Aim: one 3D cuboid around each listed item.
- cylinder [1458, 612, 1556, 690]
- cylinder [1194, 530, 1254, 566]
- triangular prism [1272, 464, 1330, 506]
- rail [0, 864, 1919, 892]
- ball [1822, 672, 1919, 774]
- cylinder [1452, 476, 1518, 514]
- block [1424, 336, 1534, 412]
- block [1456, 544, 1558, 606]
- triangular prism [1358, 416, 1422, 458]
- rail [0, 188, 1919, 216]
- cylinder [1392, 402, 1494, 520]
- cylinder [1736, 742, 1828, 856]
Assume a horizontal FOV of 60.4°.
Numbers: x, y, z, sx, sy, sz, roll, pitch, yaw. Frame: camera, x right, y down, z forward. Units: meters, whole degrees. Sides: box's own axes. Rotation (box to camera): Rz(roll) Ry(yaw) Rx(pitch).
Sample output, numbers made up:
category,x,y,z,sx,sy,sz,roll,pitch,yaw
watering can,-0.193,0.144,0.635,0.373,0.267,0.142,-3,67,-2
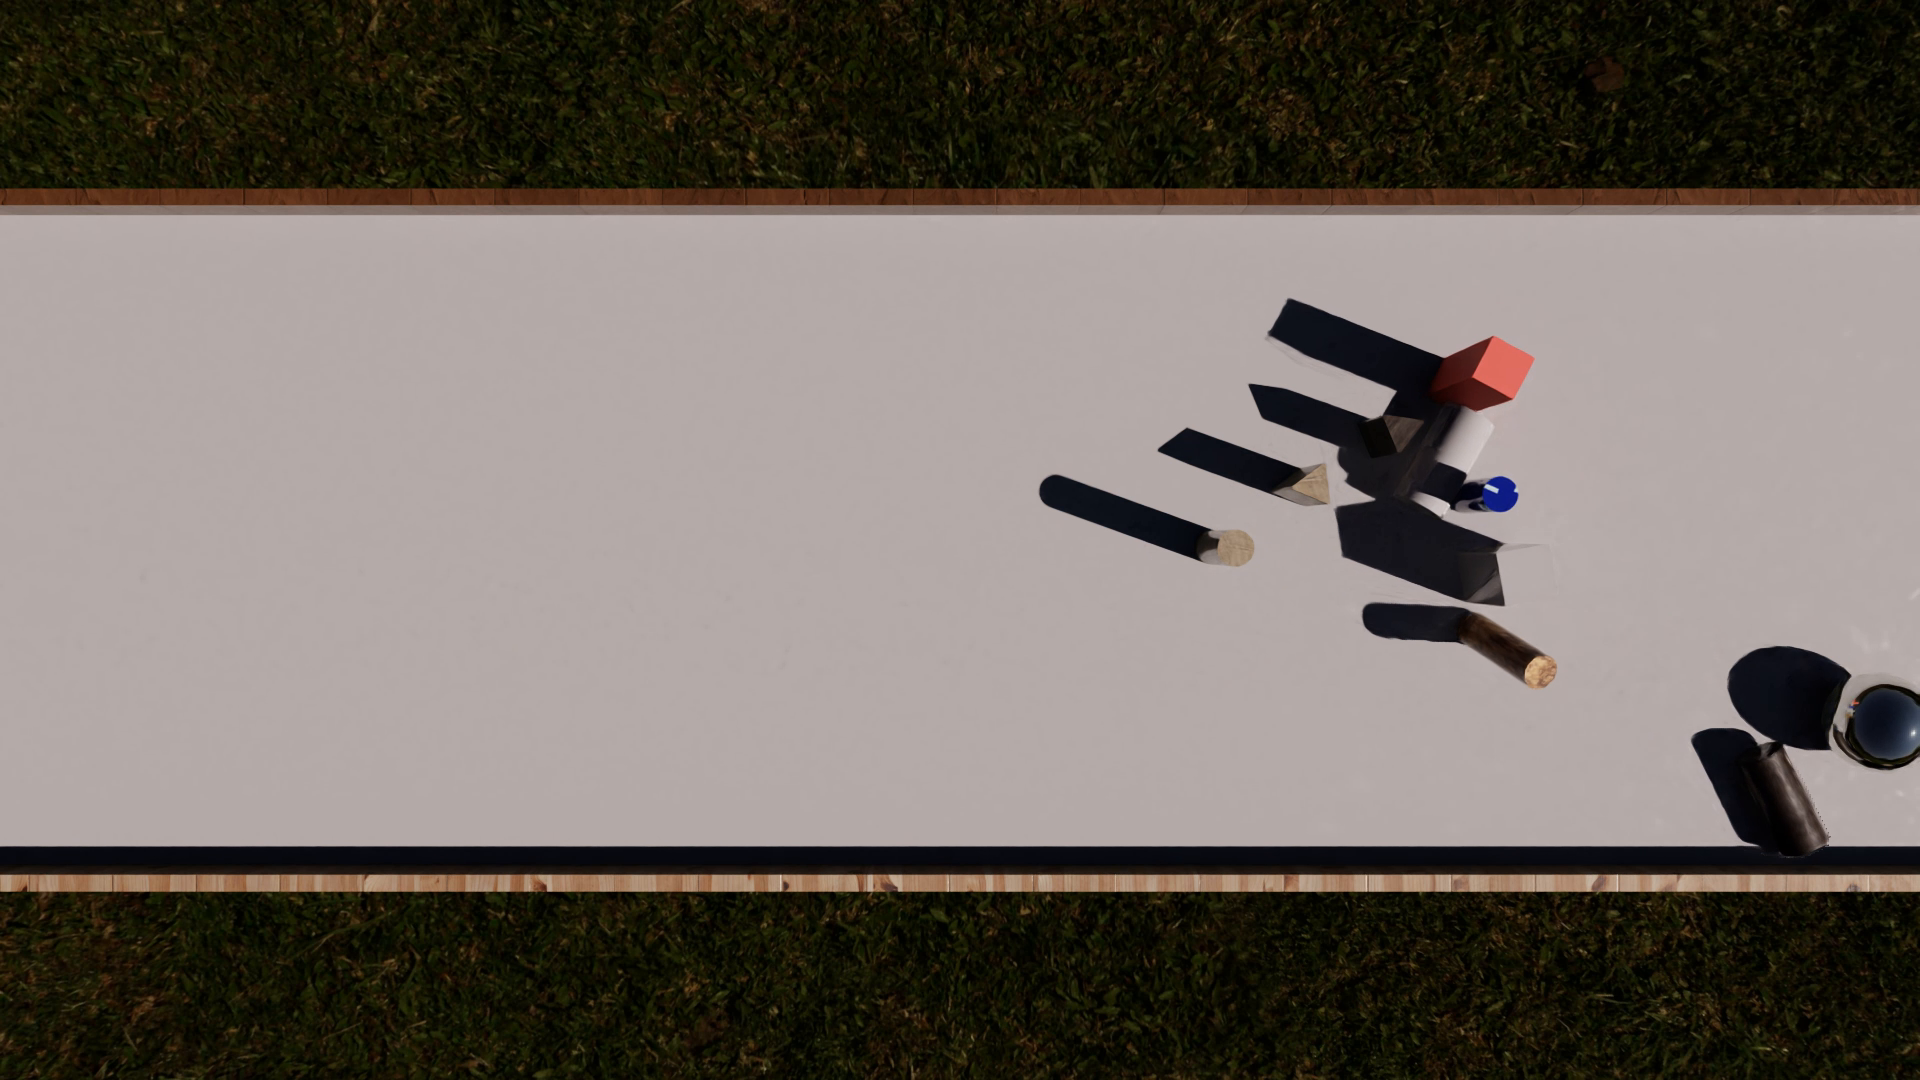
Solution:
category,x,y,z,sx,sy,sz,roll,pitch,yaw
cylinder,1.619,0.325,4.895,0.106,0.350,0.106,-5,110,-15
cylinder,0.774,0.023,4.853,0.105,0.447,0.105,0,90,0
triangular prism,1.031,-0.174,4.914,0.117,0.326,0.101,23,90,0
rail,-2.247,1.025,5.001,12.000,0.150,0.050,0,90,0
ball,2.742,0.545,4.926,0.300,0.300,0.300,0,90,0
cylinder,1.557,-0.132,4.916,0.103,0.321,0.103,0,90,0
block,1.521,-0.477,4.849,0.132,0.451,0.132,28,88,0
block,1.621,0.101,4.898,0.156,0.355,0.156,-10,90,-1
triangular prism,1.264,-0.328,4.920,0.101,0.313,0.117,38,90,0
rail,-2.247,-1.025,5.002,12.000,0.150,0.050,0,90,0
cylinder,1.464,-0.238,4.995,0.164,0.164,0.321,30,90,0
cylinder,2.493,0.786,5.006,0.141,0.141,0.315,-26,90,0
